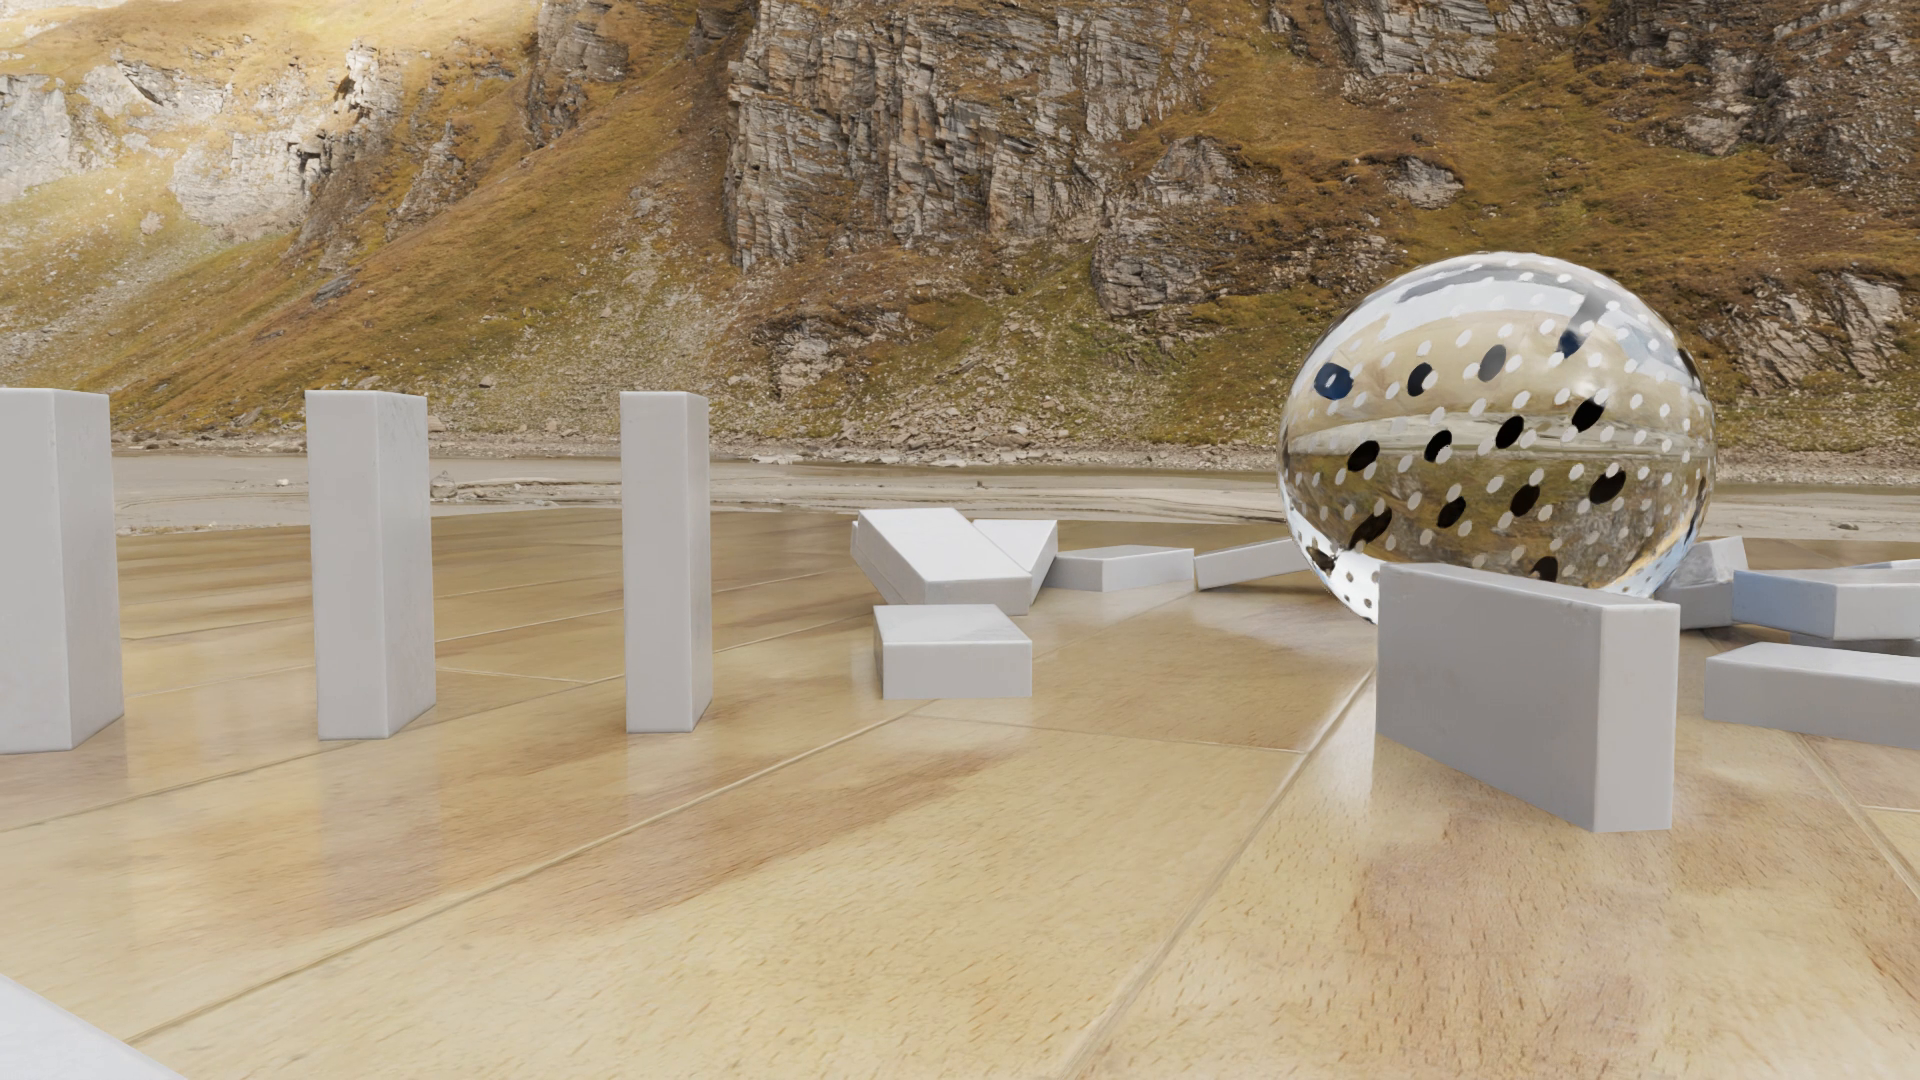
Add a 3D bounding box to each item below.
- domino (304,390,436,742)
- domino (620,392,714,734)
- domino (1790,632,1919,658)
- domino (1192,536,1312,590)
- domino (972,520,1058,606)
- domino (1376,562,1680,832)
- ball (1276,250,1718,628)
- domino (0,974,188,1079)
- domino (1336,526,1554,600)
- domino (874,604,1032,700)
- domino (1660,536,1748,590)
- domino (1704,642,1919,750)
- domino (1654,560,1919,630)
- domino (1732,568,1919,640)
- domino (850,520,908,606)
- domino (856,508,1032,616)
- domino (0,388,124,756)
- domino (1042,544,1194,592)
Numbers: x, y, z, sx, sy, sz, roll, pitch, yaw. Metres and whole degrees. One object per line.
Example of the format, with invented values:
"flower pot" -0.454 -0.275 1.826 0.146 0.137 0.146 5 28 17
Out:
"domino" -0.089 0.003 0.195 0.009 0.050 0.025 -1 4 -7
"domino" -0.045 0.003 0.199 0.009 0.050 0.025 0 4 -4
"domino" 0.174 0.021 0.227 0.025 0.010 0.050 0 4 3
"domino" 0.095 0.004 0.374 0.050 0.009 0.025 -12 0 16
"domino" 0.012 0.005 0.362 0.025 0.009 0.050 1 16 12
"domino" 0.070 0.018 0.165 0.009 0.025 0.050 -1 4 -9
"ball" 0.104 -0.017 0.254 0.080 0.080 0.080 0 4 0
"domino" -0.063 0.033 0.068 0.050 0.009 0.025 3 5 34
"domino" 0.131 0.006 0.347 0.050 0.009 0.025 -13 -4 34
"domino" -0.003 0.020 0.239 0.025 0.009 0.050 0 4 -6
"domino" 0.161 0.009 0.315 0.025 0.010 0.050 -4 -7 -44
"domino" 0.141 0.024 0.188 0.025 0.009 0.050 -4 6 -41
"domino" 0.180 0.012 0.274 0.025 0.009 0.050 -2 -7 -27
"domino" 0.170 0.011 0.230 0.050 0.010 0.025 0 4 -5
"domino" -0.009 0.007 0.323 0.025 0.009 0.050 -2 20 -20
"domino" -0.005 0.005 0.302 0.025 0.010 0.050 -2 20 -22
"domino" -0.132 0.004 0.186 0.009 0.050 0.025 -1 5 -19
"domino" 0.048 0.008 0.395 0.025 0.009 0.050 4 6 41
